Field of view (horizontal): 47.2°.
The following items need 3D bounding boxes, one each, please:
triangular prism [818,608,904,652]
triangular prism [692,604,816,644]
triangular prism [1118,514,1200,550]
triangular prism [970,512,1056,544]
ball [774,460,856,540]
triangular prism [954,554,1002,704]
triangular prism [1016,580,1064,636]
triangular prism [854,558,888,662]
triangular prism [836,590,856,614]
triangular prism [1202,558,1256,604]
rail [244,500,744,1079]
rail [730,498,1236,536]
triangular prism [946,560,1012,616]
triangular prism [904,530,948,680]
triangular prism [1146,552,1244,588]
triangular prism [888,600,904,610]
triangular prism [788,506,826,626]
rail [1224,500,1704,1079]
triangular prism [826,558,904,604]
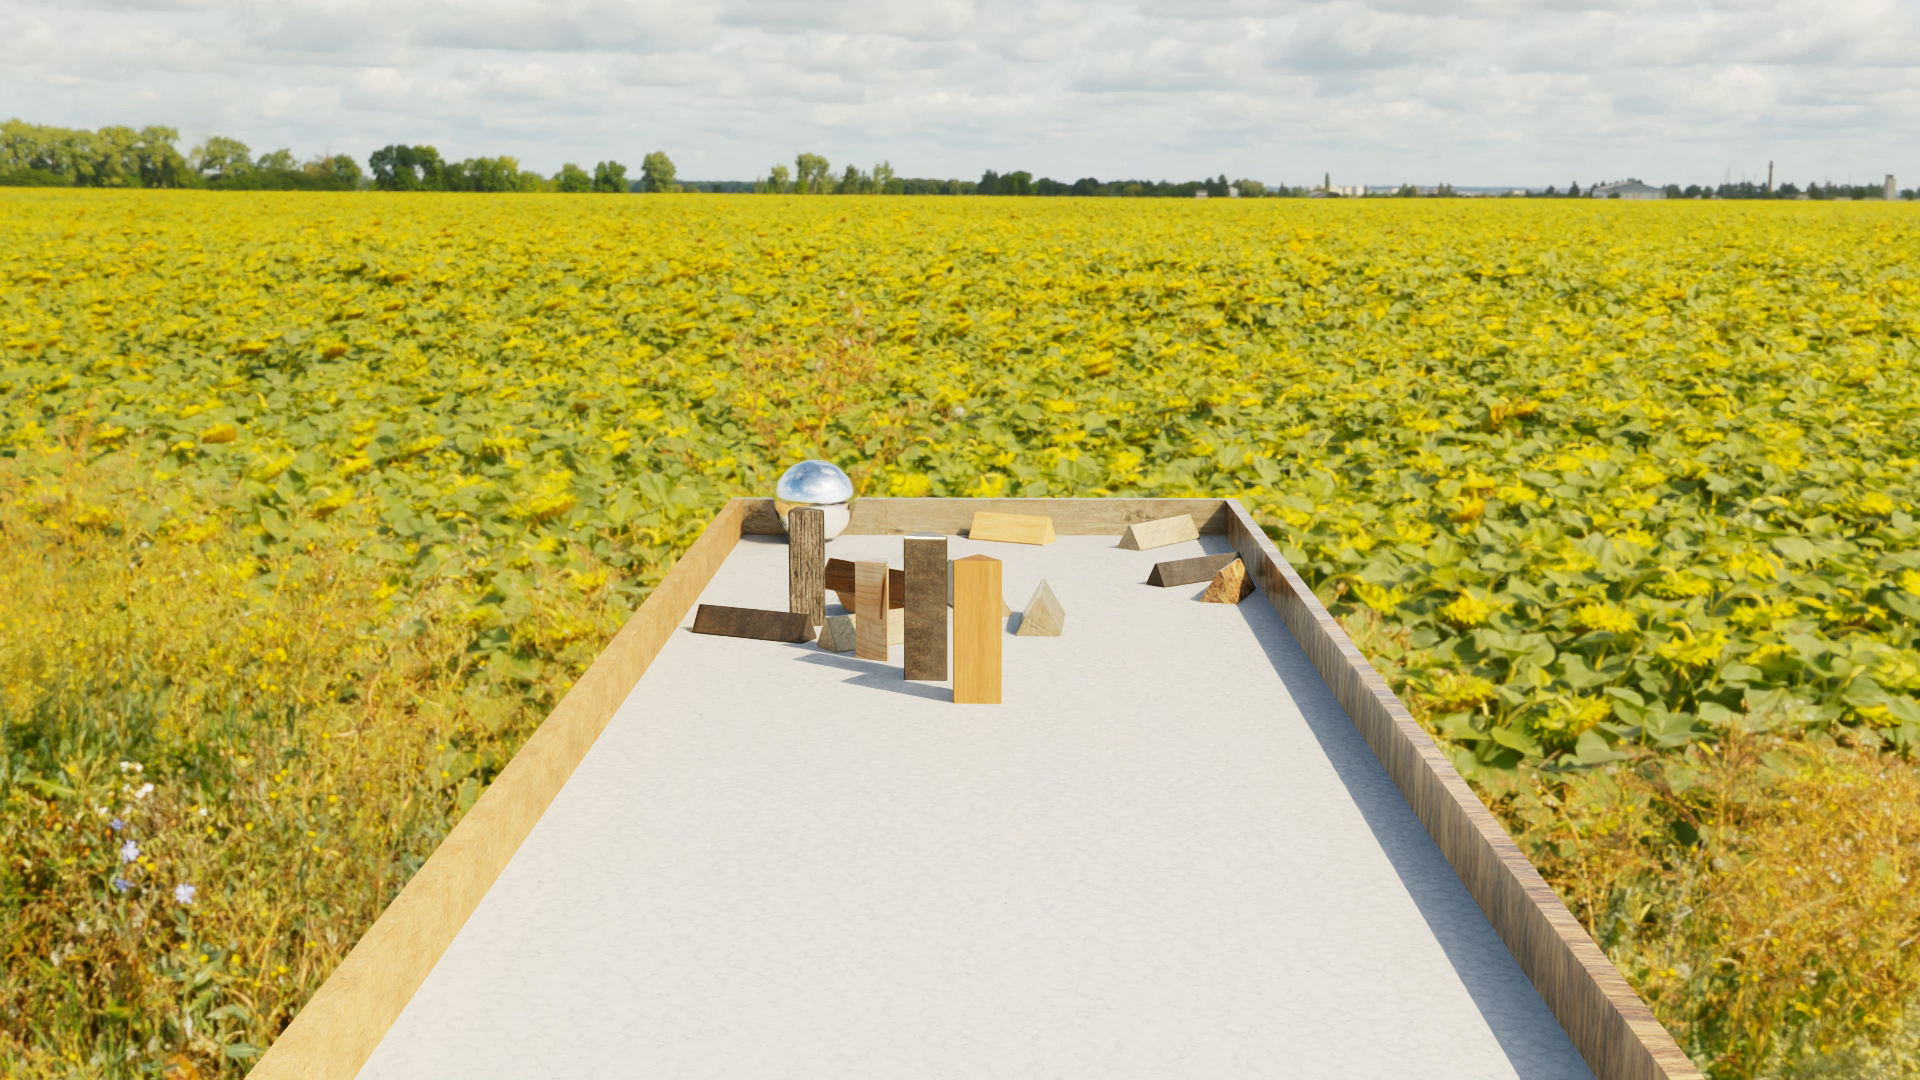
[{"bbox_3d":[-0.290,0.277,6.924,0.306,0.100,0.116,-6,11,-34],"label":"triangular prism"},{"bbox_3d":[-0.662,0.263,7.060,0.406,0.086,0.099,4,10,25],"label":"triangular prism"},{"bbox_3d":[0.809,-0.036,8.913,0.112,0.097,0.416,8,12,40],"label":"triangular prism"},{"bbox_3d":[0.215,-0.054,8.989,0.339,0.107,0.123,5,10,29],"label":"triangular prism"},{"bbox_3d":[-0.592,-0.160,8.948,0.335,0.335,0.335,0,9,0],"label":"ball"},{"bbox_3d":[0.051,0.248,6.156,0.133,0.404,0.115,0,9,3],"label":"triangular prism"},{"bbox_3d":[0.267,0.218,7.218,0.143,0.123,0.349,0,9,5],"label":"triangular prism"},{"bbox_3d":[-0.248,0.209,6.723,0.112,0.302,0.097,4,10,24],"label":"triangular prism"},{"bbox_3d":[-0.346,0.194,7.393,0.081,0.094,0.308,32,-5,-24],"label":"triangular prism"},{"bbox_3d":[0.949,0.140,7.755,0.127,0.110,0.303,4,10,20],"label":"triangular prism"},{"bbox_3d":[-1.004,0.839,3.234,0.050,0.150,12.000,0,9,1],"label":"rail"},{"bbox_3d":[0.099,-0.098,9.147,2.100,0.150,0.050,0,9,1],"label":"rail"},{"bbox_3d":[0.036,0.161,7.574,0.142,0.123,0.460,-3,10,-17],"label":"triangular prism"},{"bbox_3d":[-0.096,0.191,6.439,0.125,0.426,0.108,1,9,4],"label":"triangular prism"},{"bbox_3d":[0.874,0.104,8.080,0.424,0.082,0.095,-7,11,-38],"label":"triangular prism"},{"bbox_3d":[-0.242,0.204,7.458,0.091,0.079,0.436,-7,11,-35],"label":"triangular prism"},{"bbox_3d":[-0.517,0.087,7.233,0.121,0.384,0.105,-3,10,-20],"label":"triangular prism"},{"bbox_3d":[1.046,0.843,3.208,0.050,0.150,12.000,0,9,1],"label":"rail"},{"bbox_3d":[-0.295,0.131,7.329,0.384,0.097,0.111,9,9,38],"label":"triangular prism"}]
